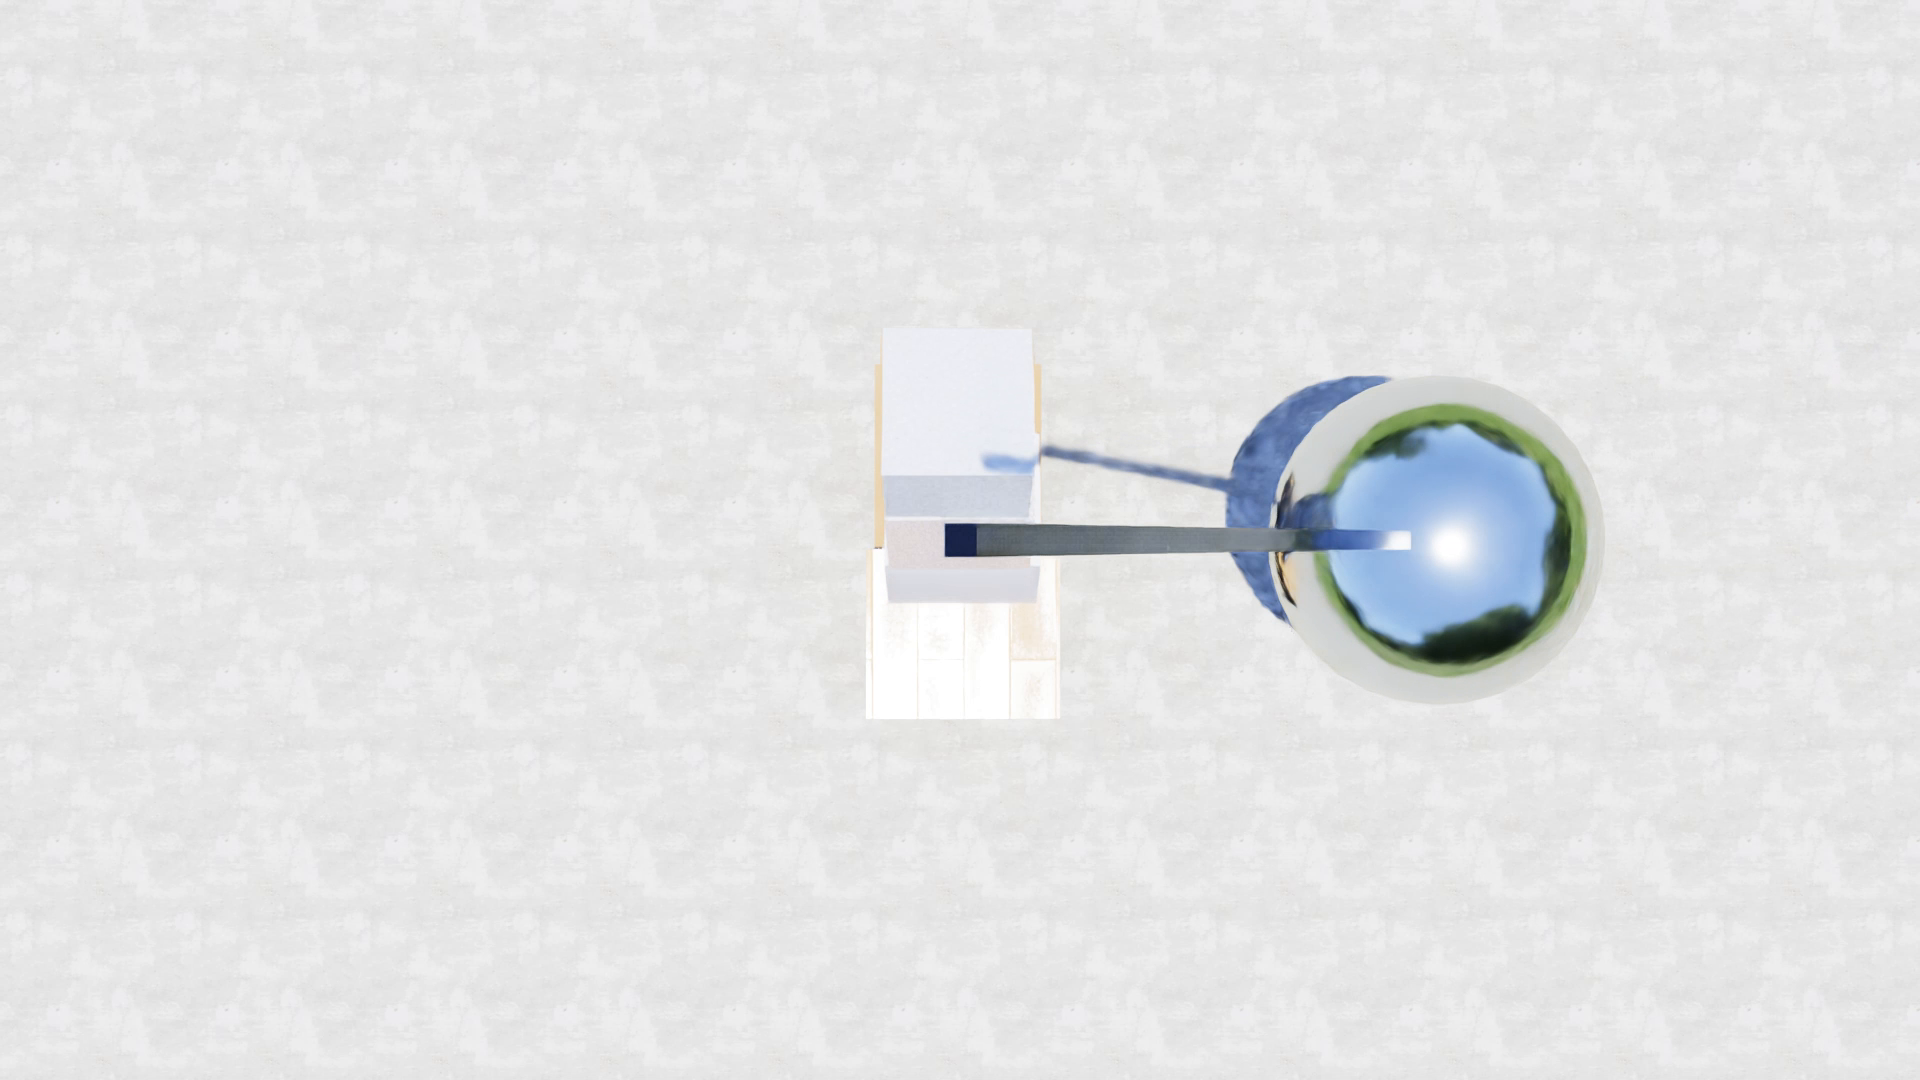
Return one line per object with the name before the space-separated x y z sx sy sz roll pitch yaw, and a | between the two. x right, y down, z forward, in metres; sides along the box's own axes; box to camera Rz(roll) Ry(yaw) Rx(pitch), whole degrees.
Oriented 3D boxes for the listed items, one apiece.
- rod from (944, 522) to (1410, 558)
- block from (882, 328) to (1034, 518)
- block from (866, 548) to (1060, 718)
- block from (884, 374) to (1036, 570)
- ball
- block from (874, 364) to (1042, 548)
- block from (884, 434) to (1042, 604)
rod | 0.994 0.000 7.505 0.080 5.200 0.080 0 90 22
block | -0.012 -0.537 10.240 0.679 0.607 0.711 0 73 0
block | 0.018 0.510 12.470 1.052 1.060 0.917 0 90 0
block | -0.002 -0.328 10.913 0.716 0.801 0.745 0 73 0
ball | 2.295 0.000 10.647 1.600 1.600 1.600 0 90 0
block | -0.011 -0.464 12.559 0.918 0.883 1.010 0 90 0
block | 0.013 -0.103 11.625 0.799 0.694 0.713 0 72 0
